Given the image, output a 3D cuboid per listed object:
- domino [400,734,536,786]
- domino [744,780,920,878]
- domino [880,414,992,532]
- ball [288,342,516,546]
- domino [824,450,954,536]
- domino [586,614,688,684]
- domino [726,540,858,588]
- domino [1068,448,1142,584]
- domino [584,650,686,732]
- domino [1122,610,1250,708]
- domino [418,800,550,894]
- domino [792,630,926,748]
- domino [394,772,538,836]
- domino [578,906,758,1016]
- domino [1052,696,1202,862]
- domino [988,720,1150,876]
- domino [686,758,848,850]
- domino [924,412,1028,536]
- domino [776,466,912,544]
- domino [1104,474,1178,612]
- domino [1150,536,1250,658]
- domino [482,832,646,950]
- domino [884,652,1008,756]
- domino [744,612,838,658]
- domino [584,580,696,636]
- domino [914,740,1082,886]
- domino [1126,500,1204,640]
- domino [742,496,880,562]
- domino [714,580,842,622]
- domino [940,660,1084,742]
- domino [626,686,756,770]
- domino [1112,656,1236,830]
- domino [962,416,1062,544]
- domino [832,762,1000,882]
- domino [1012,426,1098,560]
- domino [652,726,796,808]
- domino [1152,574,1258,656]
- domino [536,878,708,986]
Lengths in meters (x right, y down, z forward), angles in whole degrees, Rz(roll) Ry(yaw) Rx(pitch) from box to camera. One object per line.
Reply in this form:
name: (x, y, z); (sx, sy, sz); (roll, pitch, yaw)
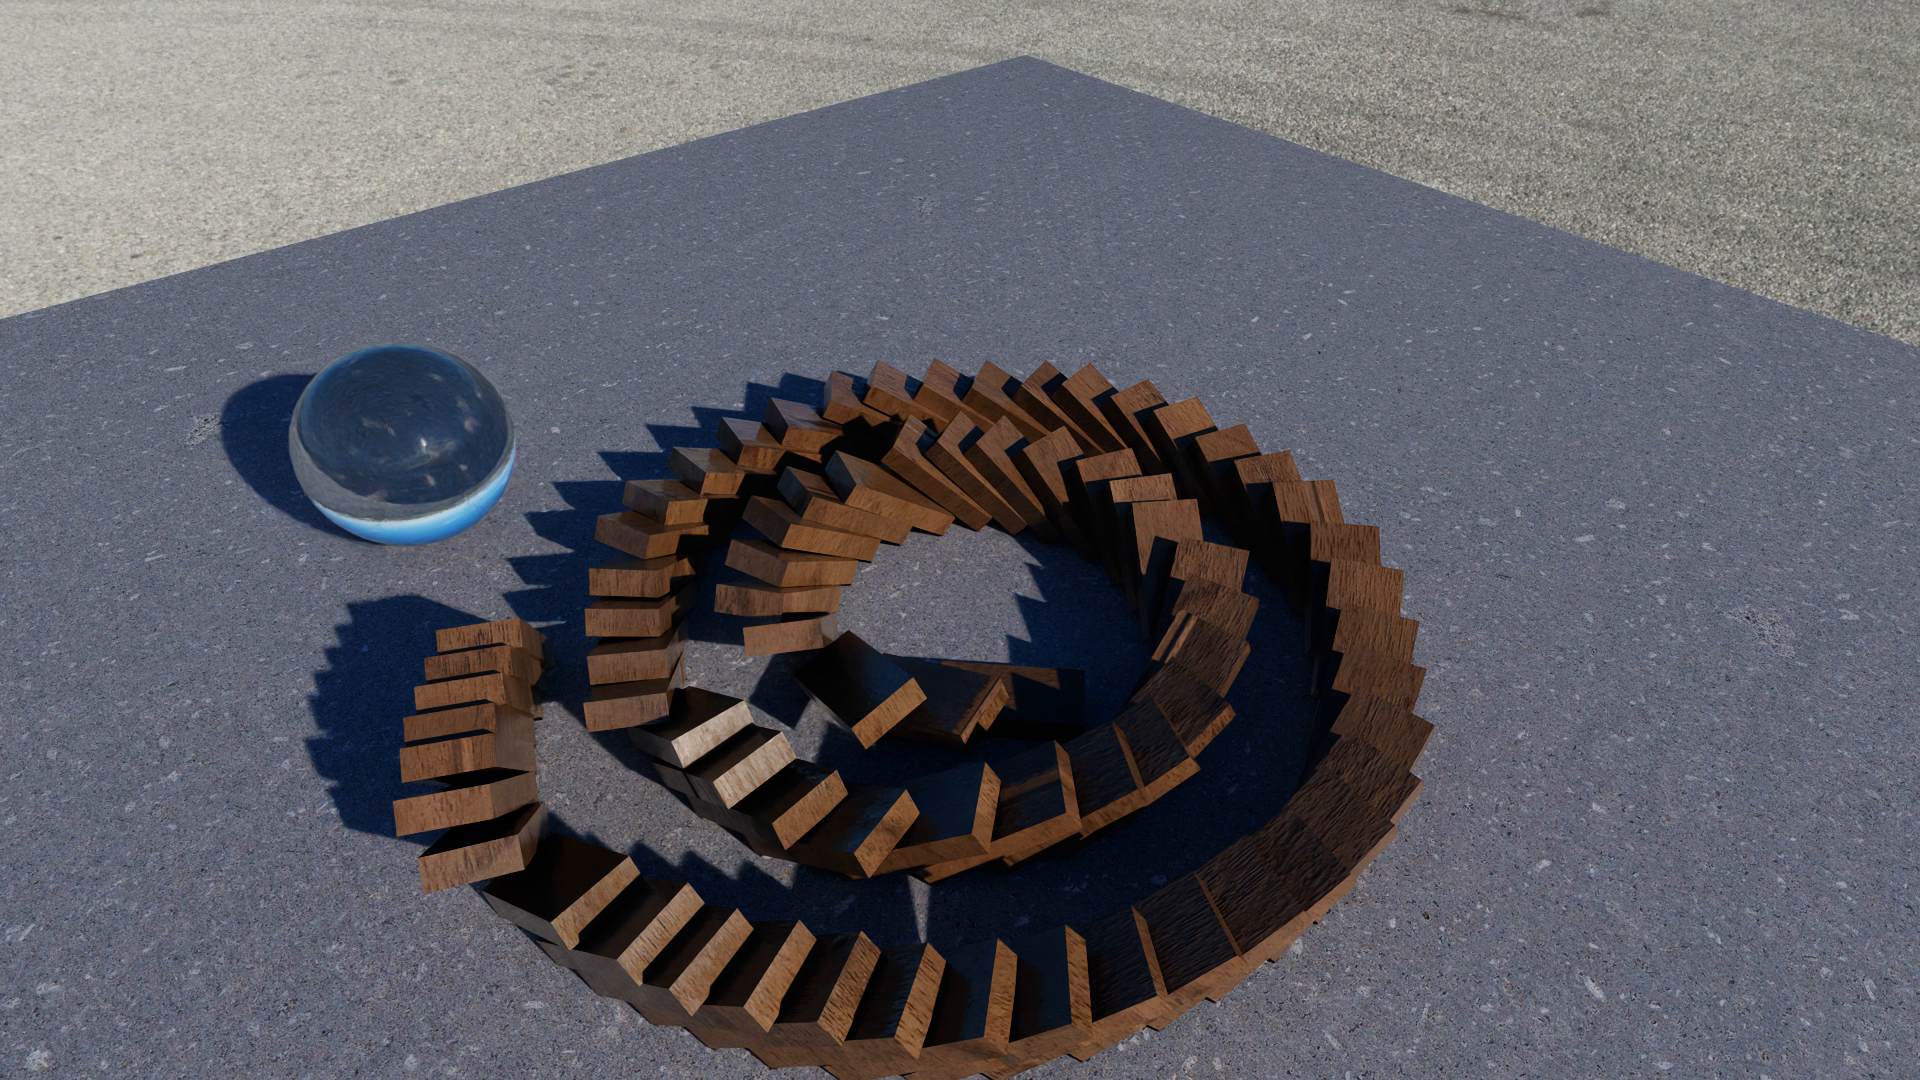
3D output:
domino: (-0.147, 0.067, 0.333); (0.025, 0.050, 0.009); (-9, 78, -10)
domino: (-0.039, 0.083, 0.324); (0.050, 0.009, 0.025); (-4, 30, 42)
domino: (-0.007, -0.028, 0.456); (0.050, 0.009, 0.025); (36, 40, -12)
ball: (-0.218, -0.038, 0.434); (0.080, 0.080, 0.080); (0, 39, 0)
domino: (-0.028, -0.019, 0.445); (0.050, 0.009, 0.025); (18, 26, -38)
domino: (-0.110, 0.037, 0.380); (0.025, 0.009, 0.050); (-5, 10, -6)
domino: (-0.062, 0.008, 0.411); (0.025, 0.009, 0.050); (20, 8, 23)
domino: (0.064, -0.010, 0.435); (0.025, 0.009, 0.050); (-14, 74, -17)
domino: (-0.107, 0.049, 0.365); (0.025, 0.010, 0.050); (-6, 10, -7)
domino: (0.072, 0.051, 0.362); (0.025, 0.010, 0.050); (27, 77, 28)
domino: (-0.134, 0.087, 0.314); (0.025, 0.009, 0.050); (-11, 0, -13)
domino: (-0.034, 0.048, 0.365); (0.025, 0.010, 0.050); (-39, 29, -16)
domino: (-0.143, 0.077, 0.323); (0.025, 0.050, 0.010); (-9, 84, -9)
domino: (-0.078, 0.109, 0.289); (0.050, 0.010, 0.025); (-15, 23, 45)
domino: (0.045, 0.072, 0.334); (0.050, 0.010, 0.025); (-36, 44, 8)
domino: (0.029, 0.077, 0.328); (0.050, 0.010, 0.025); (-31, 43, 14)
domino: (-0.059, 0.077, 0.333); (0.050, 0.009, 0.025); (1, 29, 48)
domino: (0.011, -0.028, 0.454); (0.050, 0.010, 0.025); (42, 43, -9)
domino: (-0.046, -0.013, 0.437); (0.050, 0.009, 0.025); (16, 21, -42)
domino: (0.073, 0.001, 0.421); (0.025, 0.009, 0.050); (-8, 74, -9)
domino: (0.085, 0.026, 0.392); (0.025, 0.010, 0.050); (13, 73, 14)
domino: (-0.111, 0.097, 0.306); (0.050, 0.009, 0.025); (-6, 26, 47)
domino: (-0.012, 0.053, 0.364); (0.050, 0.010, 0.025); (7, 44, 37)
domino: (-0.057, 0.032, 0.379); (0.025, 0.009, 0.050); (-7, -1, -1)
domino: (-0.114, 0.024, 0.396); (0.025, 0.010, 0.050); (0, 10, 0)
domino: (0.010, 0.080, 0.324); (0.050, 0.009, 0.025); (-26, 40, 18)
domino: (0.078, 0.011, 0.408); (0.025, 0.010, 0.050); (-4, 75, -7)
domino: (-0.057, -0.004, 0.426); (0.025, 0.010, 0.050); (33, 13, 36)
domino: (-0.064, 0.021, 0.394); (0.025, 0.010, 0.050); (7, 3, 16)
domino: (0.017, 0.055, 0.376); (0.050, 0.010, 0.025); (3, 39, 4)
domino: (-0.087, 0.059, 0.351); (0.025, 0.010, 0.050); (-29, 14, -30)
domino: (0.060, 0.064, 0.347); (0.050, 0.010, 0.025); (-45, 51, -4)
domino: (0.027, -0.025, 0.451); (0.050, 0.010, 0.025); (46, 45, -4)
domino: (-0.014, 0.083, 0.323); (0.050, 0.010, 0.025); (-19, 33, 26)
domino: (0.046, -0.019, 0.445); (0.025, 0.009, 0.050); (-31, 84, -34)
domino: (-0.074, 0.068, 0.339); (0.025, 0.010, 0.050); (-35, 17, -32)
domino: (0.081, 0.039, 0.376); (0.025, 0.009, 0.050); (21, 75, 22)
domino: (-0.091, 0.103, 0.295); (0.050, 0.010, 0.025); (-14, 24, 46)
